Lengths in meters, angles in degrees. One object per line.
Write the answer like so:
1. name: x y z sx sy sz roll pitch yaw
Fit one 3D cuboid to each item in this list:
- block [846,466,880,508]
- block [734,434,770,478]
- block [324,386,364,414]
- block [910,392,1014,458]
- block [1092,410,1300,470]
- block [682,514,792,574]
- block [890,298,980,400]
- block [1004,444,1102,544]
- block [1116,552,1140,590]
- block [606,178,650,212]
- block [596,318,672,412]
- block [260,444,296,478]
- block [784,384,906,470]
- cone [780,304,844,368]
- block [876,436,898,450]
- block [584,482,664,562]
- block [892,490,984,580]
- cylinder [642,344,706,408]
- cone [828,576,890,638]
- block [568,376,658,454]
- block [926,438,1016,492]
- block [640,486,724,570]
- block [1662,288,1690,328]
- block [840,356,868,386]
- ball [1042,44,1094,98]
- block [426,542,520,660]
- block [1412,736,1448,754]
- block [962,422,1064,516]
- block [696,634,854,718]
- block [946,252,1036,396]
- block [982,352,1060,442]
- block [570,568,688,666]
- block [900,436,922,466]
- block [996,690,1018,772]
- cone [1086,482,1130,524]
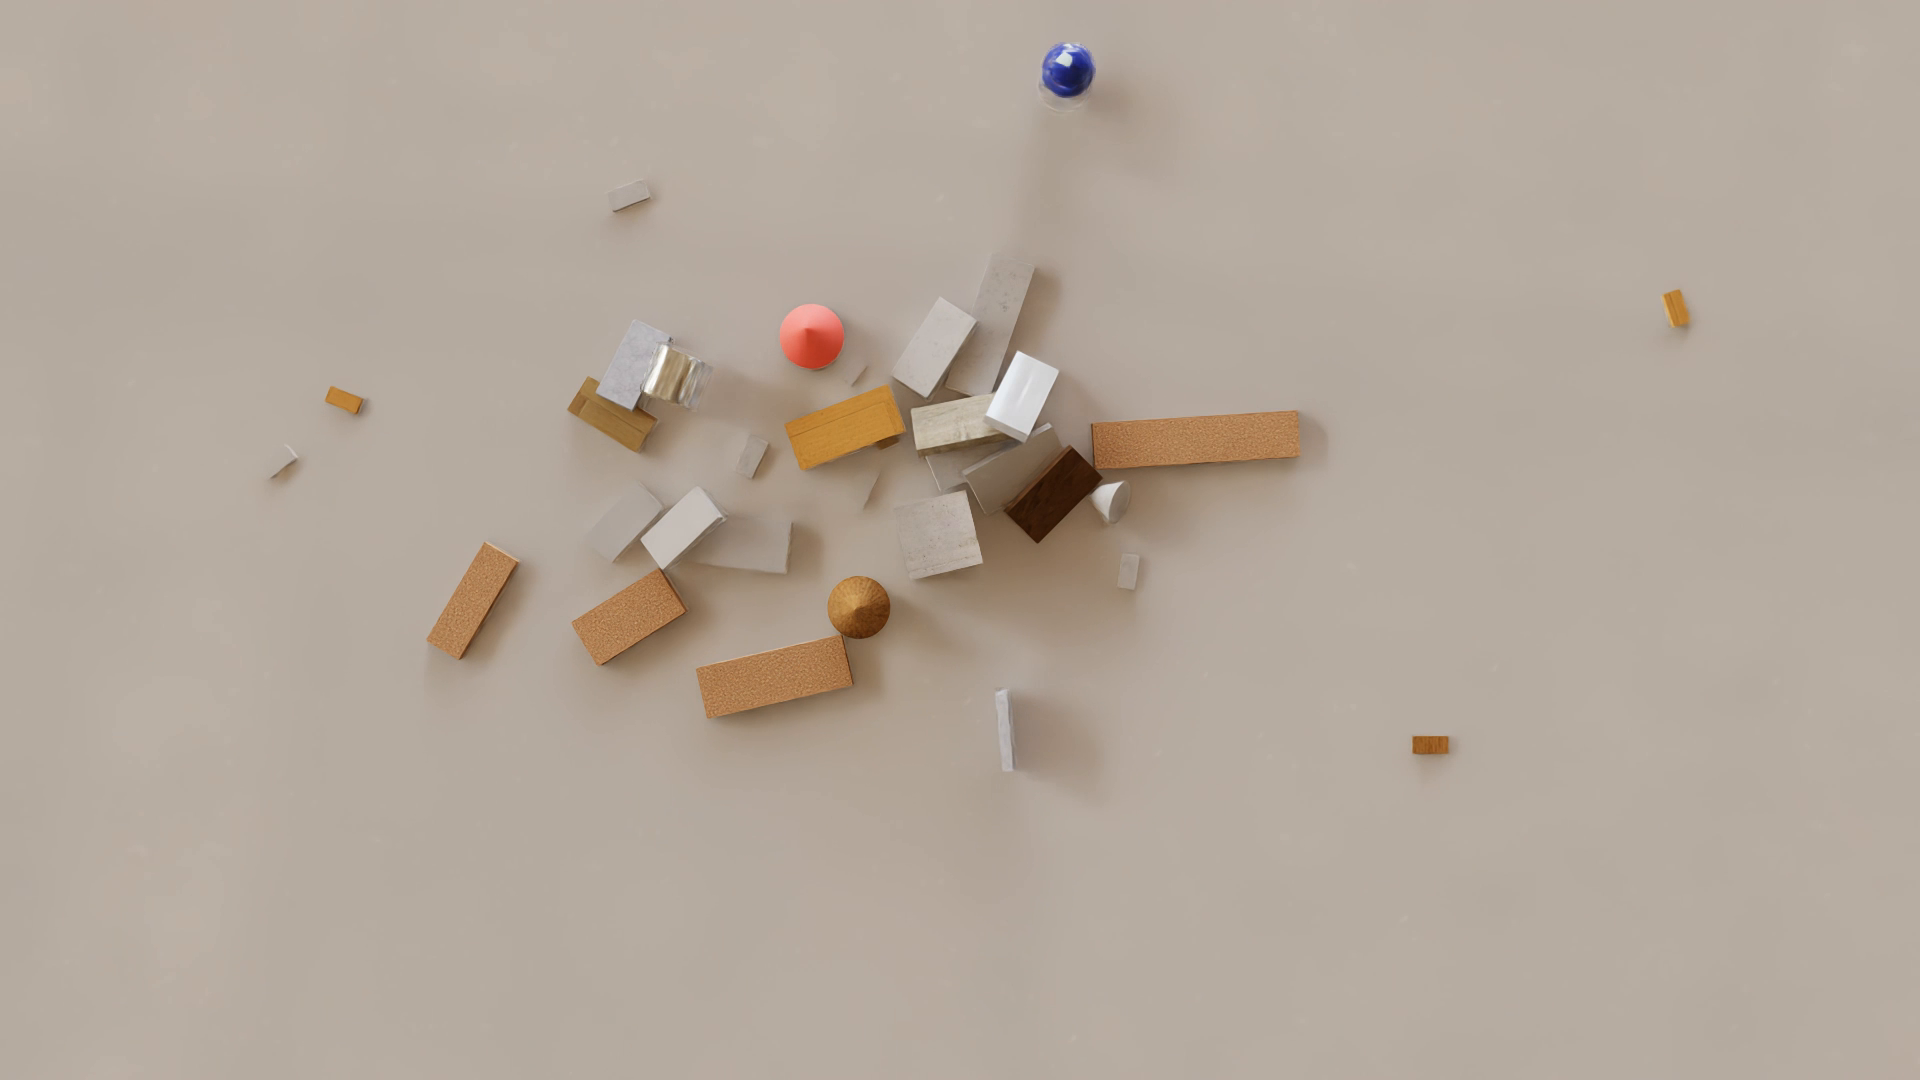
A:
1. block: -0.325 -0.176 5.491 0.067 0.019 0.133 26 90 0
2. block: -0.695 -0.278 5.491 0.067 0.019 0.133 26 90 0
3. block: -2.052 -0.466 5.492 0.112 0.016 0.056 22 90 0
4. block: 0.011 -0.381 5.410 0.327 0.046 0.163 -11 59 4
5. block: 0.782 -0.332 5.478 0.680 0.043 0.153 -4 90 0
6. block: -0.740 0.006 5.476 0.342 0.048 0.171 7 90 0
7. block: -0.083 -0.633 5.453 0.152 0.043 0.304 34 93 13
8. block: 0.309 -0.151 5.443 0.307 0.043 0.153 -45 110 4
9. block: 0.561 0.104 5.492 0.058 0.016 0.115 9 90 0
10. block: -1.105 -1.147 5.491 0.133 0.019 0.067 -22 90 0
11. block: -1.080 -0.577 5.460 0.133 0.038 0.280 26 81 -1
12. block: -2.271 -0.261 5.492 0.112 0.016 0.056 -40 90 0
13. block: -0.379 -0.372 5.453 0.370 0.046 0.163 -20 90 7
14. cone: -0.493 -0.677 5.373 0.214 0.214 0.214 0 90 0
15. block: -0.262 -0.379 5.490 0.072 0.021 0.145 -21 90 0
16. block: -1.116 -0.059 5.482 0.126 0.036 0.252 44 90 0
17. block: -0.071 -0.015 5.380 0.240 0.240 0.240 -14 90 0
18. cylinder: -0.941 -0.539 5.415 0.160 0.160 0.160 23 93 0
19. cone: -0.337 0.225 5.395 0.210 0.210 0.210 0 90 0
20. block: -1.154 -0.417 5.481 0.266 0.038 0.133 32 90 0
21. block: 0.045 -0.292 5.456 0.304 0.043 0.152 -23 98 -4
22. block: -0.918 -0.038 5.435 0.266 0.038 0.133 -42 75 13
23. block: 2.384 -0.772 5.492 0.058 0.016 0.115 -19 90 0
24. block: -0.353 -0.564 5.494 0.045 0.013 0.091 37 90 0
25. ball: 0.355 -1.539 5.413 0.175 0.175 0.175 0 90 0
26. block: -1.620 0.202 5.482 0.126 0.036 0.379 31 90 0
27. block: 1.566 0.681 5.492 0.115 0.016 0.058 0 90 0
28. block: 0.190 -0.234 5.442 0.327 0.046 0.163 -29 114 -1
29. block: -0.614 0.452 5.476 0.494 0.048 0.171 -13 90 0
30. block: 0.100 -0.709 5.478 0.152 0.043 0.470 19 90 0
31. block: 0.200 -0.470 5.393 0.153 0.043 0.307 26 55 0
32. block: -1.098 0.255 5.476 0.342 0.048 0.171 -32 90 0
33. block: -0.163 -0.298 5.494 0.045 0.013 0.091 -27 90 0
34. block: 0.154 0.627 5.435 0.036 0.126 0.252 -5 90 7
35. cone: 0.465 -0.147 5.467 0.147 0.147 0.147 21 90 27
